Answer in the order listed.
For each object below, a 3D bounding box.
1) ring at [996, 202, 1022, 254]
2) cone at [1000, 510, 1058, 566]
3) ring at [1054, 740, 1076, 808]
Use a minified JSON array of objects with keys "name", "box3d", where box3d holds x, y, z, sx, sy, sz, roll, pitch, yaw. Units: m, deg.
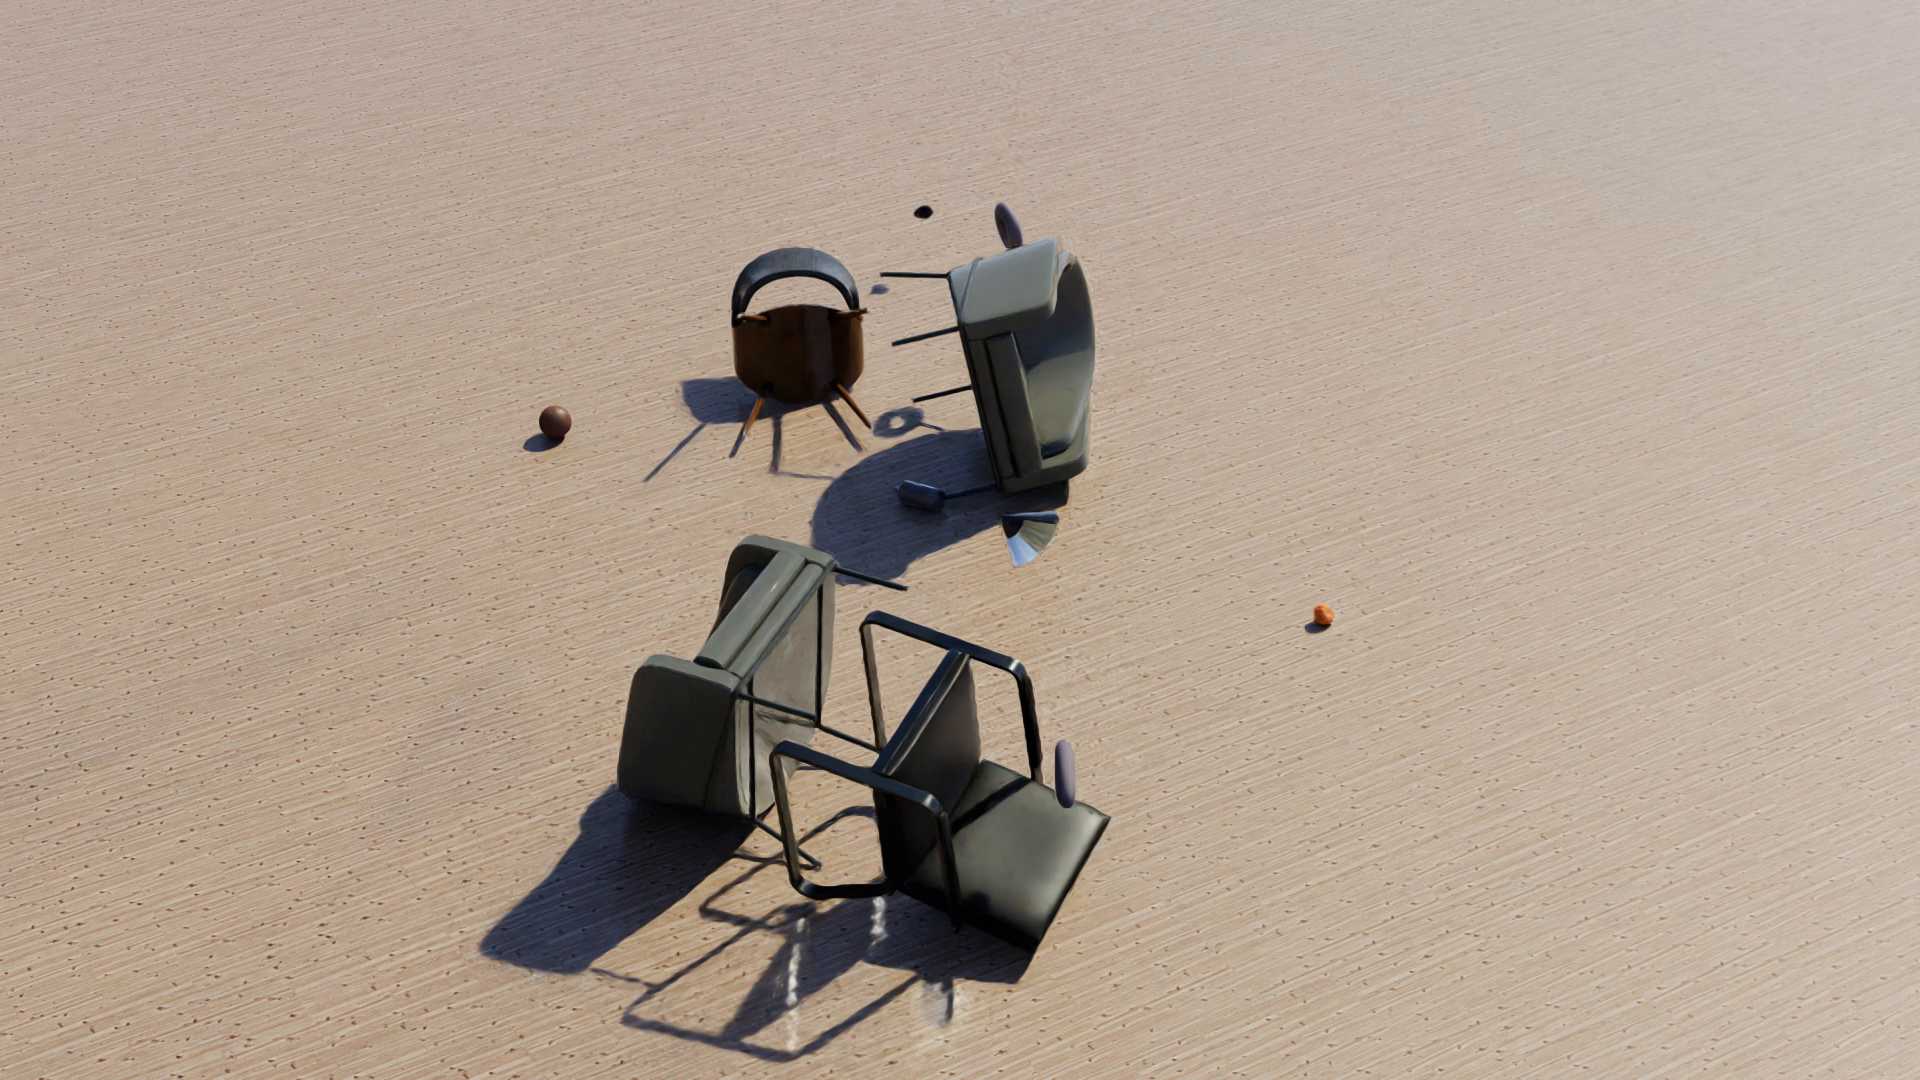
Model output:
[{"name":"ring","box3d":[0.195,-1.242,11.670,0.055,0.223,0.196,-21,38,-12]},{"name":"cone","box3d":[0.178,-0.042,9.155,0.146,0.229,0.192,33,48,-24]},{"name":"ring","box3d":[0.317,0.706,8.867,0.050,0.114,0.280,4,38,-6]}]
